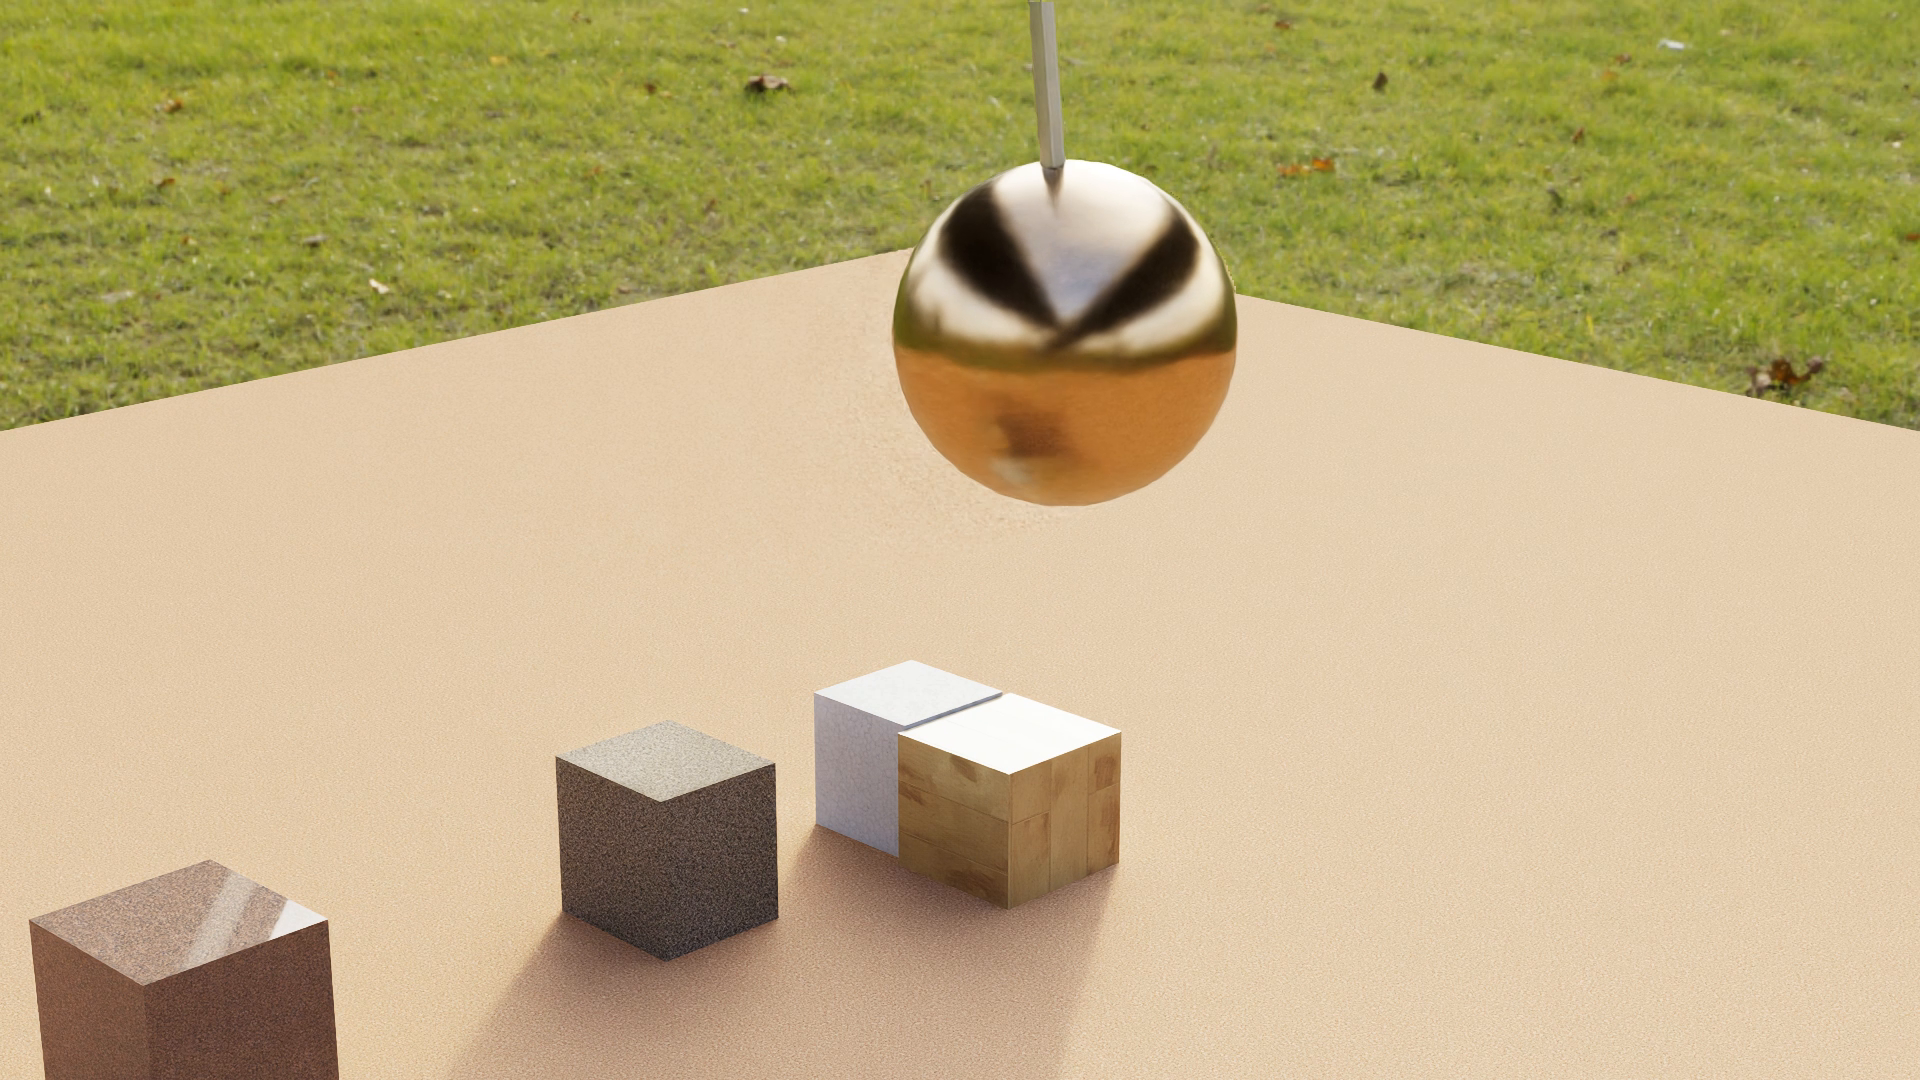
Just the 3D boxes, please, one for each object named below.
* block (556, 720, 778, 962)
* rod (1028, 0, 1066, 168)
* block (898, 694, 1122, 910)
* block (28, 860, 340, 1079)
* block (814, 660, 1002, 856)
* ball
[{"bbox_3d":[-1.290,1.312,12.934,0.640,0.741,0.735,-16,24,-42],"label":"block"},{"bbox_3d":[0.210,-4.094,12.275,0.080,5.200,0.080,17,31,42],"label":"rod"},{"bbox_3d":[0.227,1.188,13.479,0.740,0.652,0.704,-17,24,-42],"label":"block"},{"bbox_3d":[-3.015,1.803,11.417,0.826,0.713,0.806,16,24,42],"label":"block"},{"bbox_3d":[-0.244,1.035,13.936,0.641,0.669,0.621,-17,24,-42],"label":"block"},{"bbox_3d":[0.484,-0.954,13.550,1.600,1.600,1.600,0,17,0],"label":"ball"}]
